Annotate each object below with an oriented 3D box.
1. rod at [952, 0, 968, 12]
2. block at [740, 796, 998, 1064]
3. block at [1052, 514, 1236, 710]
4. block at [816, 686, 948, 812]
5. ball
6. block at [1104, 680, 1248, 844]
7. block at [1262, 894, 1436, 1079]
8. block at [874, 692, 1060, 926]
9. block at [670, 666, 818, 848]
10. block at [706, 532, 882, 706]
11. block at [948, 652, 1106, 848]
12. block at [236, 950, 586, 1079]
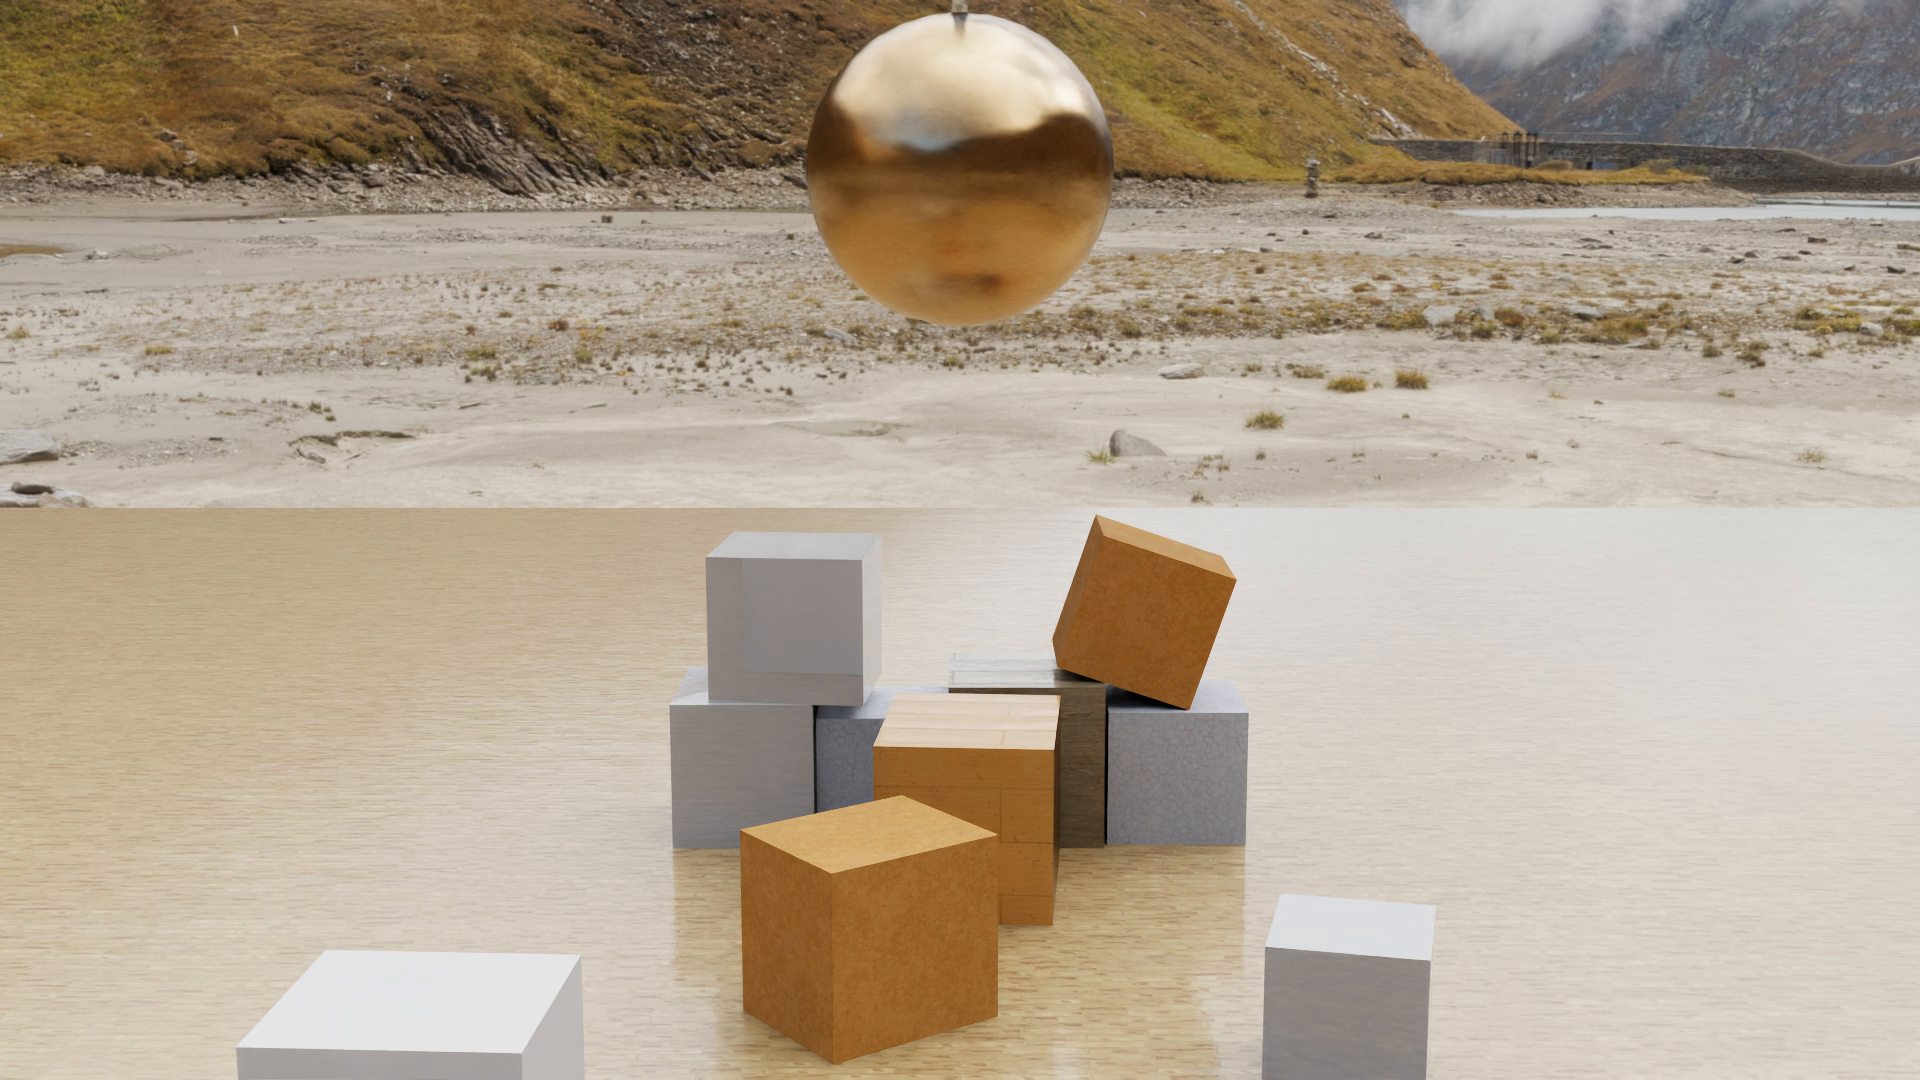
[{"bbox_3d":[0.000,-5.188,10.475,0.080,5.200,0.080,0,15,0],"label":"rod"},{"bbox_3d":[-0.366,1.550,8.891,0.797,0.768,0.671,-8,13,-36],"label":"block"},{"bbox_3d":[0.929,0.360,11.250,0.700,0.705,0.624,18,10,-3],"label":"block"},{"bbox_3d":[-0.390,1.156,11.396,0.664,0.649,0.653,0,10,0],"label":"block"},{"bbox_3d":[0.000,-1.912,11.382,1.600,1.600,1.600,0,10,0],"label":"ball"},{"bbox_3d":[1.093,1.140,11.376,0.700,0.687,0.682,0,10,0],"label":"block"},{"bbox_3d":[1.476,1.742,8.319,0.594,0.595,0.594,3,11,14],"label":"block"},{"bbox_3d":[0.052,1.249,10.392,0.811,0.825,0.978,1,10,4],"label":"block"},{"bbox_3d":[-1.086,1.112,11.375,0.712,0.743,0.806,0,10,0],"label":"block"},{"bbox_3d":[-0.832,0.389,11.213,0.779,0.738,0.724,1,10,5],"label":"block"},{"bbox_3d":[0.334,1.072,11.346,0.779,0.831,0.757,0,10,0],"label":"block"},{"bbox_3d":[-1.722,1.858,7.057,0.869,0.818,0.807,1,10,3],"label":"block"}]
